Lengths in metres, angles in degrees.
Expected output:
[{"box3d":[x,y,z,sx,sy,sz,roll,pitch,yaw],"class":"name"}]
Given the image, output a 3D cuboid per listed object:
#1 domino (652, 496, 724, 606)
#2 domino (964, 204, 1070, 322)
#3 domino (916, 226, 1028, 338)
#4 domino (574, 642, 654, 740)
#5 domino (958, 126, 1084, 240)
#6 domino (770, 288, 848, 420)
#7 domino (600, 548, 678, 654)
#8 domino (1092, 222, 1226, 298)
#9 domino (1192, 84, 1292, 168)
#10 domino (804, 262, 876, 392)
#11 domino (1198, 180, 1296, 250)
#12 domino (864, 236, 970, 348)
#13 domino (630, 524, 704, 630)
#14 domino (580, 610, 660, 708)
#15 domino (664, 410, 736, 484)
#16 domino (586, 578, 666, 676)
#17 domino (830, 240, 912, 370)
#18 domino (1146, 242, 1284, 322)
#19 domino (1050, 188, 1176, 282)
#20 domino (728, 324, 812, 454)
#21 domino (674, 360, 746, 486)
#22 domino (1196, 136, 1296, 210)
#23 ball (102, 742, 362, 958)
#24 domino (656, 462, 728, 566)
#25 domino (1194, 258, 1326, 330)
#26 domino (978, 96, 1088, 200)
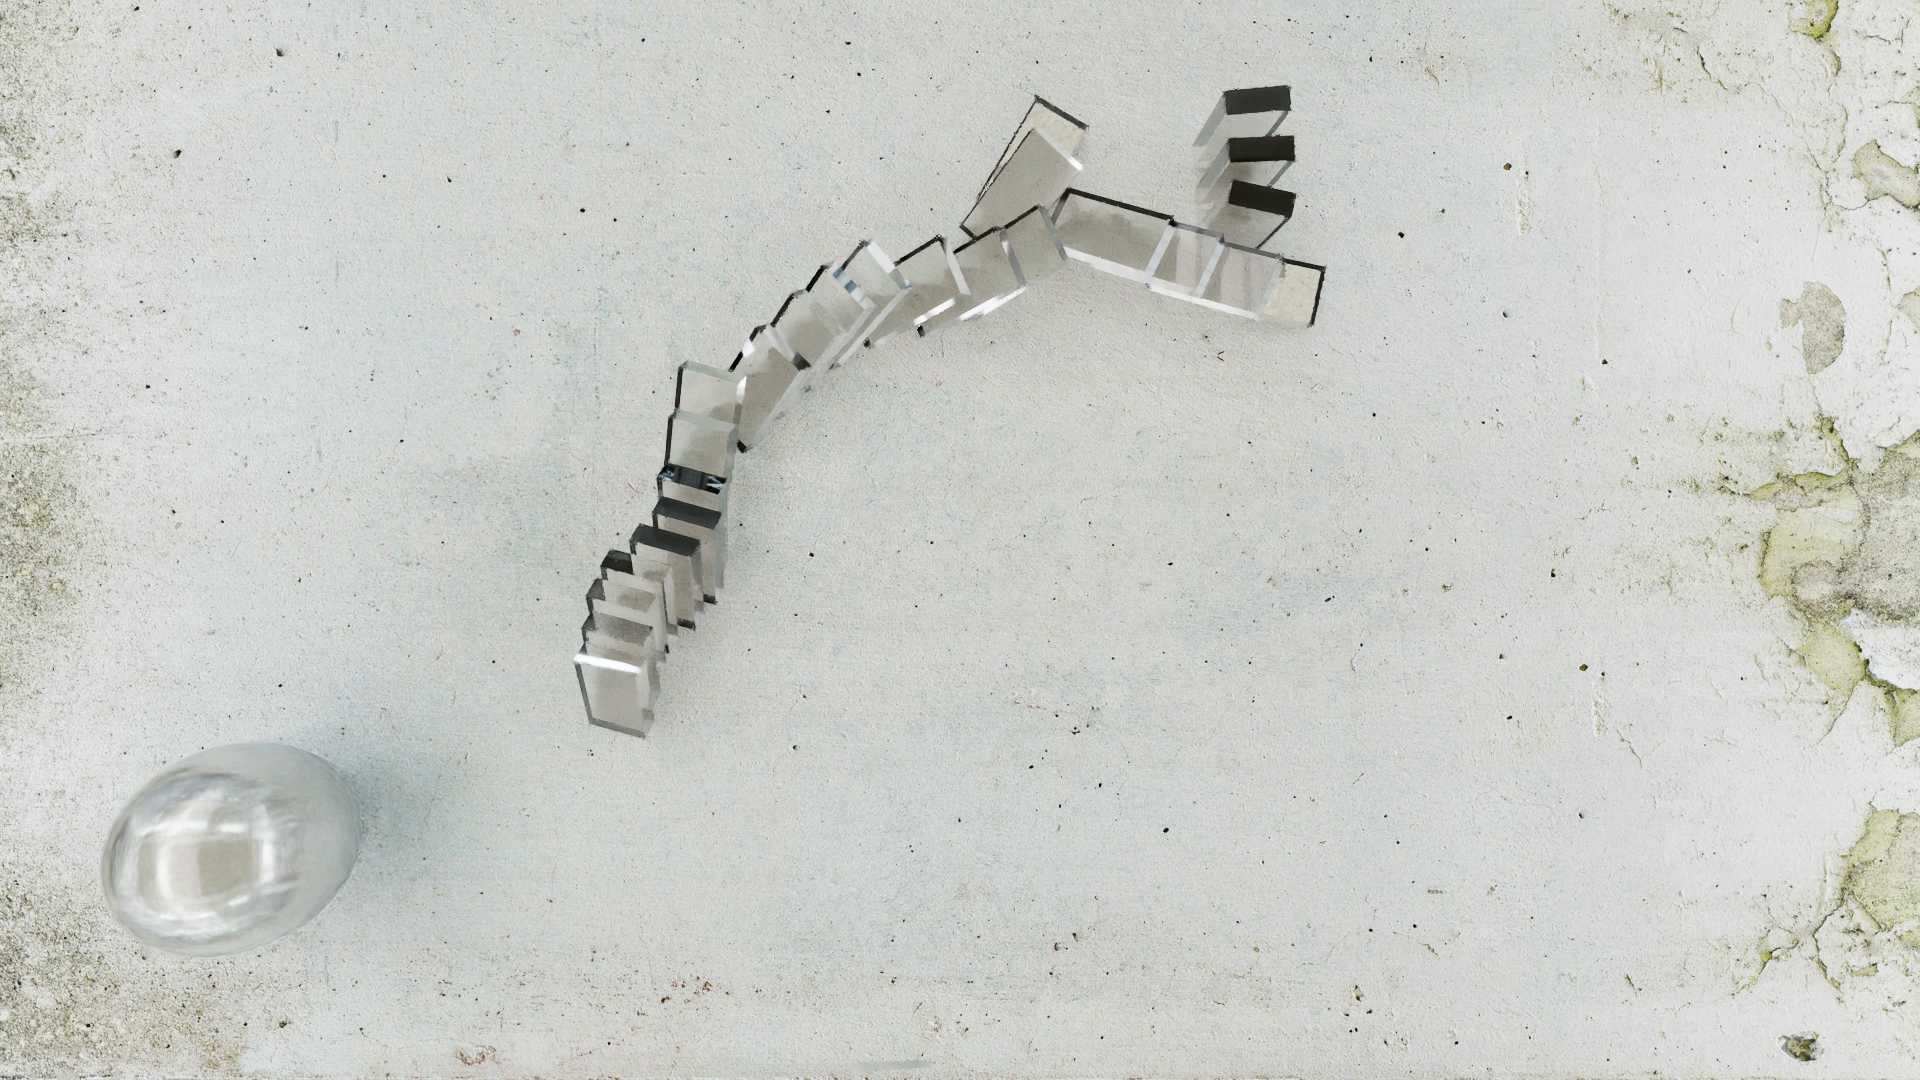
[{"box3d":[-0.111,0.005,0.378,0.025,0.050,0.010,16,48,0],"class":"domino"},{"box3d":[0.018,-0.115,0.384,0.050,0.009,0.025,-25,90,29],"class":"domino"},{"box3d":[0.001,-0.107,0.383,0.050,0.010,0.025,-22,91,29],"class":"domino"},{"box3d":[-0.142,0.063,0.378,0.025,0.050,0.009,16,48,0],"class":"domino"},{"box3d":[0.025,-0.142,0.381,0.025,0.010,0.050,40,123,-5],"class":"domino"},{"box3d":[-0.071,-0.076,0.381,0.025,0.009,0.050,46,123,2],"class":"domino"},{"box3d":[-0.132,0.026,0.378,0.025,0.050,0.010,15,48,0],"class":"domino"},{"box3d":[0.082,-0.121,0.385,0.050,0.009,0.025,25,90,26],"class":"domino"},{"box3d":[0.114,-0.168,0.375,0.025,0.050,0.009,-5,90,0],"class":"domino"},{"box3d":[-0.059,-0.088,0.382,0.025,0.010,0.050,47,123,2],"class":"domino"},{"box3d":[0.116,-0.131,0.375,0.025,0.050,0.009,12,90,0],"class":"domino"},{"box3d":[-0.023,-0.103,0.384,0.050,0.009,0.025,-23,90,27],"class":"domino"},{"box3d":[-0.120,0.016,0.378,0.025,0.050,0.010,16,48,0],"class":"domino"},{"box3d":[-0.139,0.050,0.378,0.025,0.050,0.010,16,48,0],"class":"domino"},{"box3d":[-0.110,-0.027,0.384,0.025,0.010,0.050,15,119,0],"class":"domino"},{"box3d":[-0.137,0.038,0.378,0.025,0.050,0.010,15,48,1],"class":"domino"},{"box3d":[-0.045,-0.097,0.383,0.050,0.010,0.025,-40,90,33],"class":"domino"},{"box3d":[0.106,-0.112,0.384,0.050,0.009,0.025,24,94,26],"class":"domino"},{"box3d":[0.062,-0.129,0.385,0.050,0.009,0.025,27,91,26],"class":"domino"},{"box3d":[-0.085,-0.063,0.382,0.025,0.009,0.050,45,123,1],"class":"domino"},{"box3d":[-0.106,-0.047,0.384,0.025,0.010,0.050,16,119,0],"class":"domino"},{"box3d":[0.115,-0.149,0.375,0.025,0.050,0.009,-2,90,0],"class":"domino"},{"box3d":[-0.283,0.120,0.360,0.080,0.080,0.080,0,90,0],"class":"ball"},{"box3d":[-0.110,-0.008,0.379,0.025,0.050,0.009,15,47,0],"class":"domino"},{"box3d":[0.129,-0.109,0.395,0.050,0.009,0.025,12,90,0],"class":"domino"},{"box3d":[0.031,-0.162,0.395,0.025,0.010,0.050,31,90,0],"class":"domino"}]
